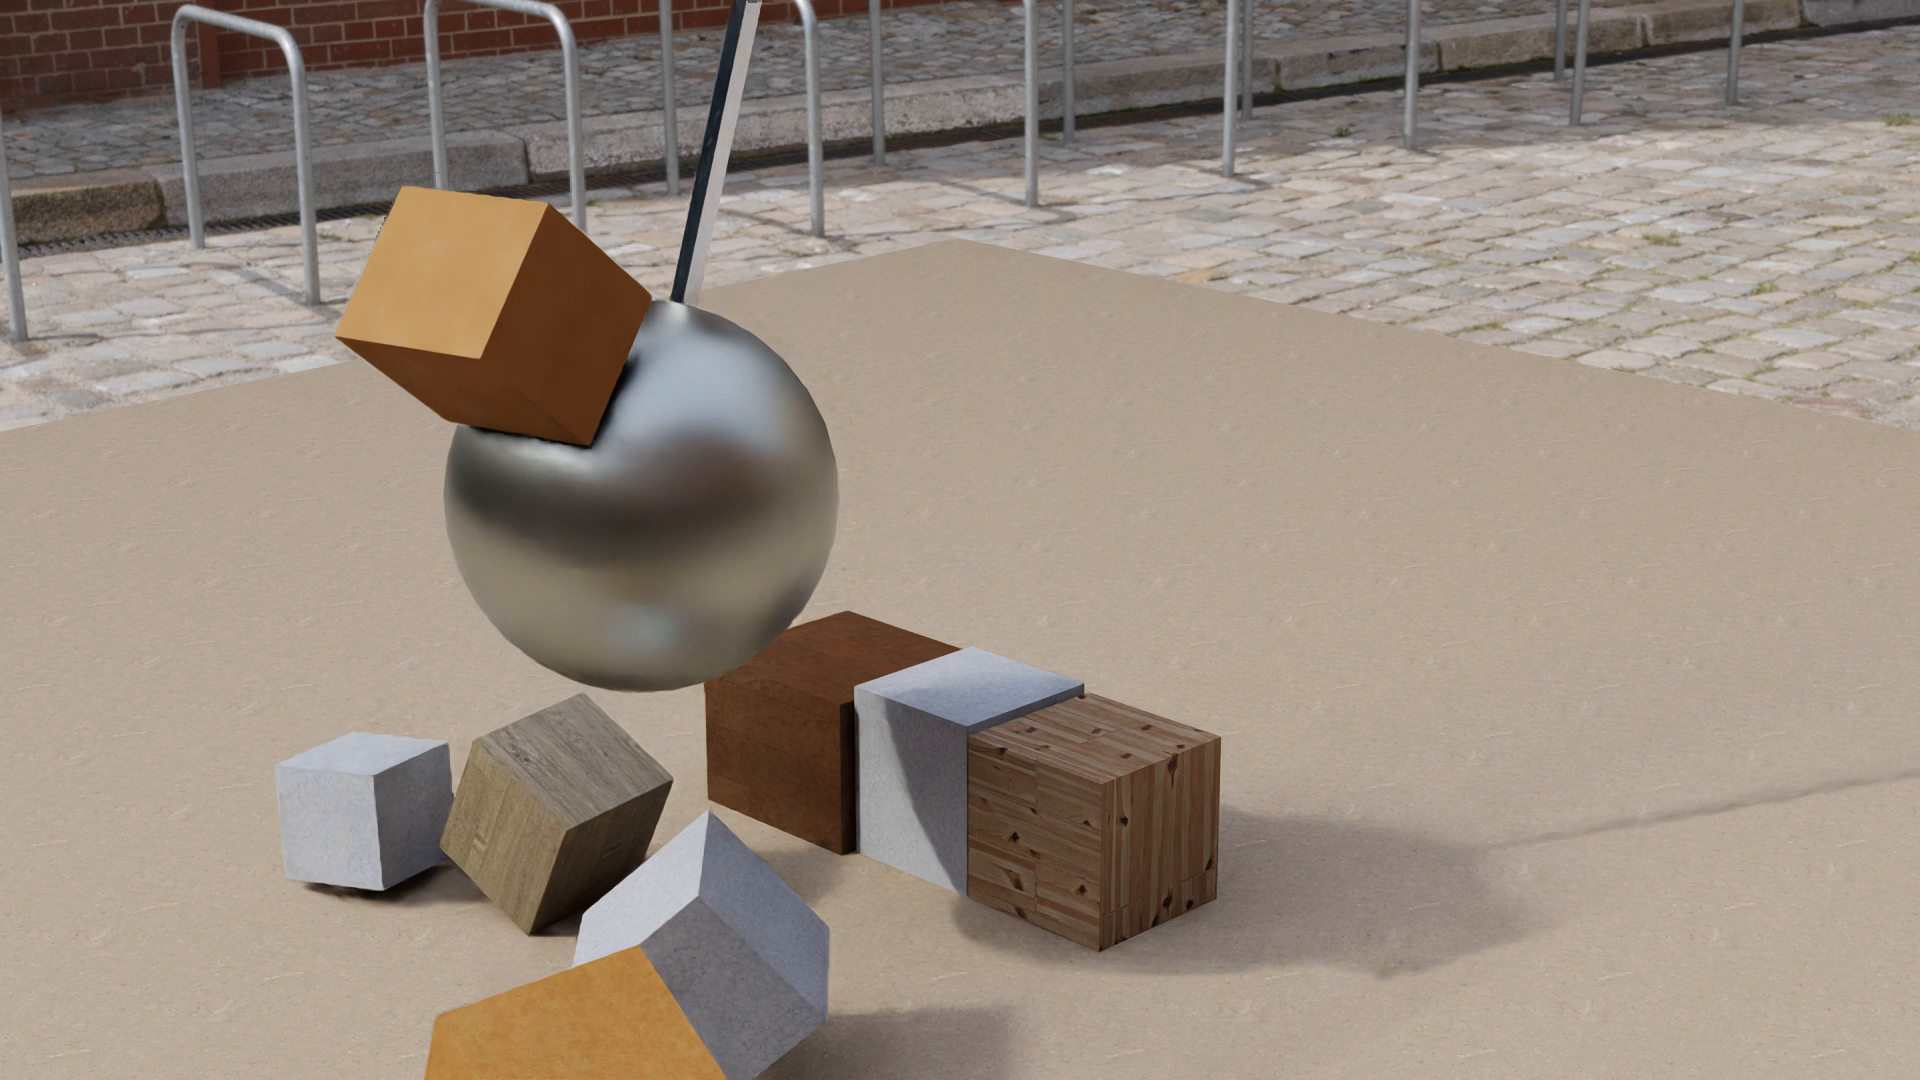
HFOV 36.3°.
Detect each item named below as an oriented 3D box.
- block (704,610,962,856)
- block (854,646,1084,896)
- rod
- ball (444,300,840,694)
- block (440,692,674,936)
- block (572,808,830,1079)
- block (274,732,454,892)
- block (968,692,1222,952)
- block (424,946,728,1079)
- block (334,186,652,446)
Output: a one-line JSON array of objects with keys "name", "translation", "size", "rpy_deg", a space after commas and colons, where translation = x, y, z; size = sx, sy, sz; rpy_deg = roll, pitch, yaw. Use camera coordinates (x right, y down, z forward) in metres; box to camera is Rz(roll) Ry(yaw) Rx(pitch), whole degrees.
[{"name": "block", "translation": [-0.559, 0.912, 14.193], "size": [0.938, 0.749, 0.964], "rpy_deg": [-17, 24, -42]}, {"name": "block", "translation": [0.044, 1.058, 13.604], "size": [0.728, 0.823, 0.771], "rpy_deg": [17, 24, 42]}, {"name": "rod", "translation": [-0.560, -3.487, 11.659], "size": [0.080, 5.200, 0.080], "rpy_deg": [17, 6, 42]}, {"name": "ball", "translation": [-1.291, -0.178, 11.932], "size": [1.600, 1.600, 1.600], "rpy_deg": [0, 17, 0]}, {"name": "block", "translation": [-1.789, 1.208, 12.987], "size": [0.616, 0.669, 0.655], "rpy_deg": [40, 39, 23]}, {"name": "block", "translation": [-1.003, 1.651, 11.381], "size": [0.687, 0.709, 0.737], "rpy_deg": [-40, 17, 12]}, {"name": "block", "translation": [-2.694, 1.226, 13.335], "size": [0.545, 0.536, 0.561], "rpy_deg": [3, 14, 26]}, {"name": "block", "translation": [0.597, 1.242, 13.089], "size": [0.786, 0.783, 0.795], "rpy_deg": [-17, 24, -42]}, {"name": "block", "translation": [-1.283, 2.024, 9.871], "size": [0.765, 0.801, 0.806], "rpy_deg": [-16, 51, -32]}, {"name": "block", "translation": [-1.754, -0.848, 11.082], "size": [0.738, 0.647, 0.715], "rpy_deg": [10, -19, 33]}]
